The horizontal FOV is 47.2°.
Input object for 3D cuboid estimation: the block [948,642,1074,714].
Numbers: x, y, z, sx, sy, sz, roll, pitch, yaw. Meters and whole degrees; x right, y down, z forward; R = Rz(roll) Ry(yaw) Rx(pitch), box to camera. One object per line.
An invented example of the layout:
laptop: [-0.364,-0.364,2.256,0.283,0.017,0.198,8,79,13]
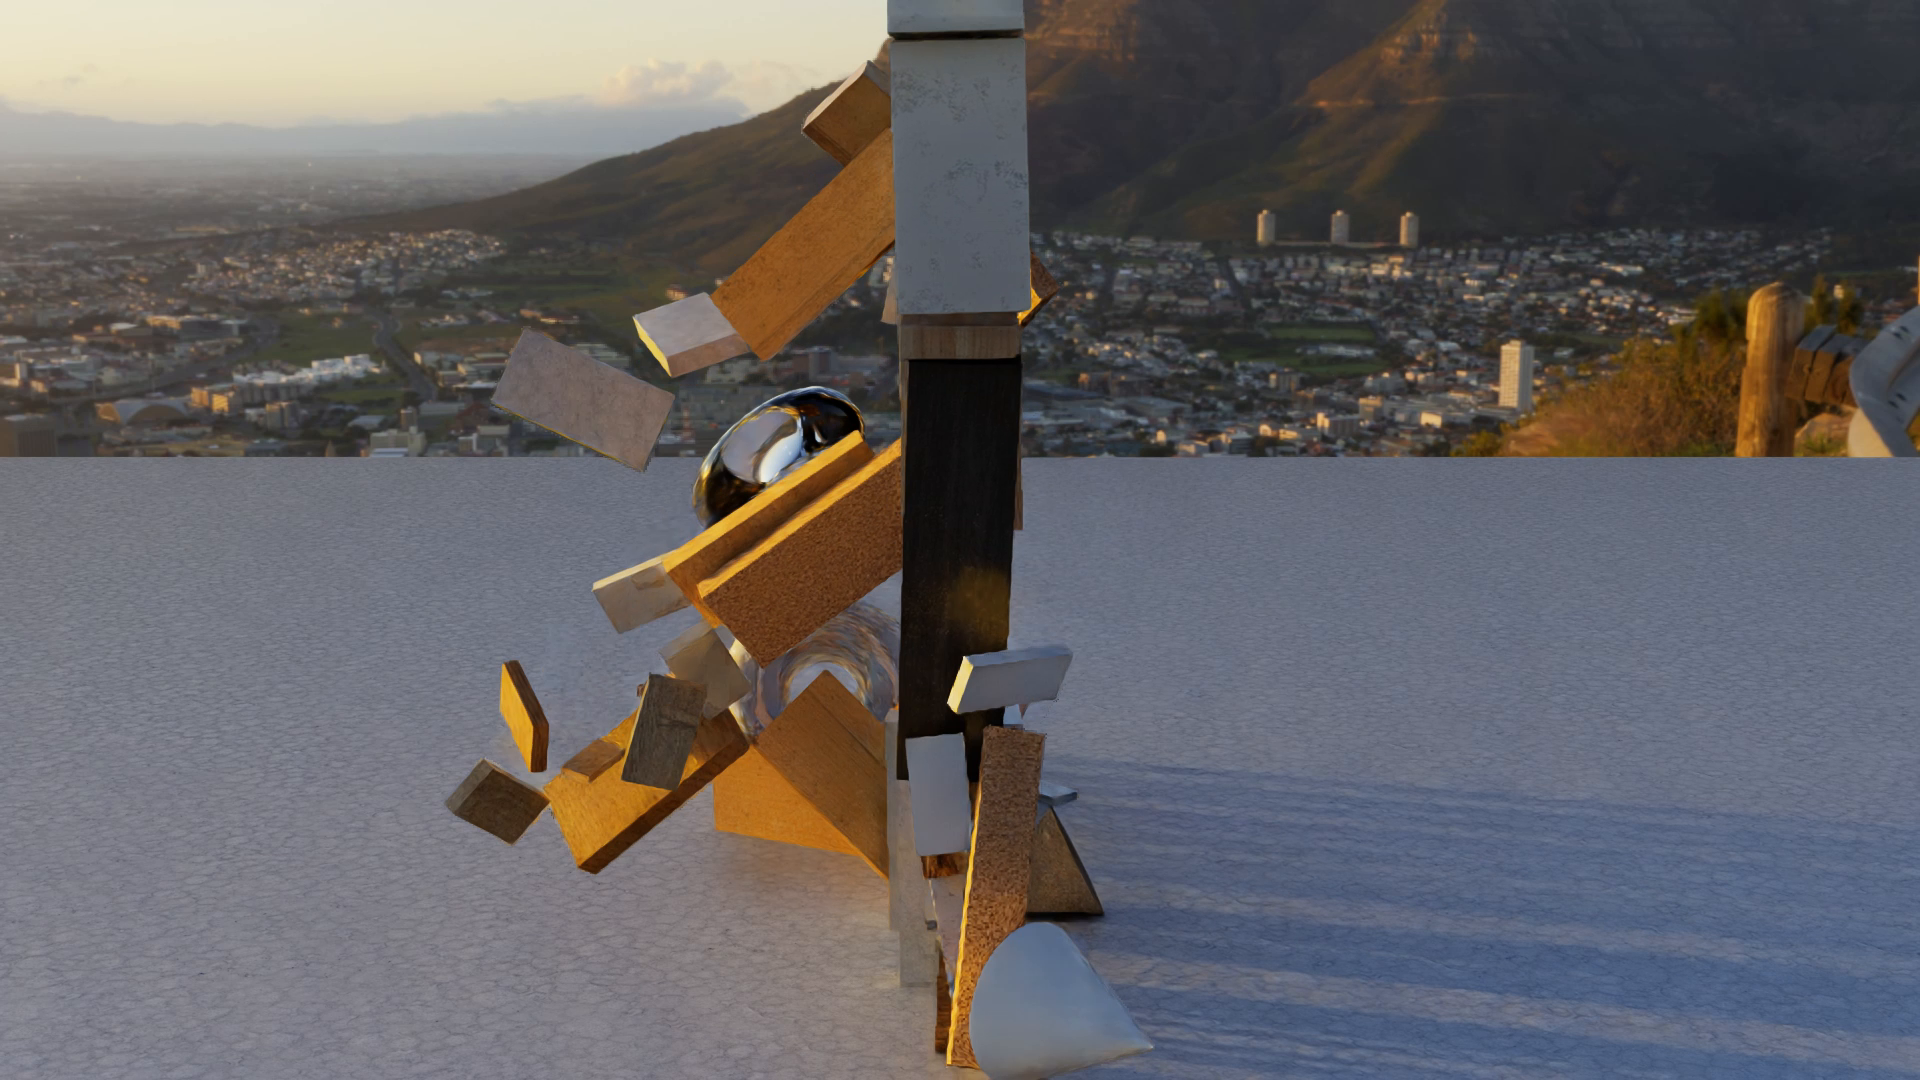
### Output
block: [0.068,0.185,2.957,0.165,0.082,0.023,-6,41,-33]

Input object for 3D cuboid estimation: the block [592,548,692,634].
block: [-0.517,0.083,3.728,0.189,0.095,0.027,-22,26,11]

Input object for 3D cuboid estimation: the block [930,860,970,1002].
block: [0.009,0.585,3.063,0.061,0.285,0.017,-9,-31,-4]

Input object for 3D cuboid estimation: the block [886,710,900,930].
block: [-0.022,0.445,3.461,0.179,0.357,0.051,1,18,5]

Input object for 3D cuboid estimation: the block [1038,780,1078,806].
block: [0.158,0.481,4.205,0.063,0.018,0.125,-9,14,-41]

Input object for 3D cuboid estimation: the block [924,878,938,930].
block: [-0.019,0.506,3.157,0.061,0.017,0.122,-3,38,-1]

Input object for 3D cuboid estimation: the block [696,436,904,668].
block: [-0.204,0.022,3.491,0.400,0.168,0.048,-36,31,3]

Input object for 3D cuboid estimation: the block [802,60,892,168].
block: [-0.096,-0.687,3.946,0.171,0.341,0.048,-36,26,35]

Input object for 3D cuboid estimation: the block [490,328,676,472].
block: [-0.641,-0.239,3.754,0.279,0.140,0.040,24,-6,-6]

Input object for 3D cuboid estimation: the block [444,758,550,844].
block: [-0.753,0.428,3.584,0.027,0.095,0.189,38,-6,29]

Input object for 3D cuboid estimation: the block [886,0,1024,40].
block: [-0.003,-0.685,2.885,0.170,0.048,0.340,-1,11,1]

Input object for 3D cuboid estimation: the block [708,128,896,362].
block: [-0.217,-0.482,3.609,0.415,0.141,0.040,-41,-4,17]

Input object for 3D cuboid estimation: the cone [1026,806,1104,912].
cone: [0.105,0.563,3.579,0.192,0.192,0.192,-27,11,2]

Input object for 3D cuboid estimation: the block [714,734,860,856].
block: [-0.284,0.453,3.925,0.348,0.174,0.049,6,15,29]

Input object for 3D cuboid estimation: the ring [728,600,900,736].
ring: [-0.251,0.289,4.095,0.395,0.395,0.132,-1,-20,-8]

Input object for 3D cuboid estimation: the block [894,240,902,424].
block: [-0.009,-0.309,3.327,0.168,0.337,0.048,-1,47,0]

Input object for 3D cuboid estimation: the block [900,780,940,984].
block: [-0.001,0.478,3.283,0.179,0.357,0.051,0,5,-1]

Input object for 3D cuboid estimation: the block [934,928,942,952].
block: [0.001,0.543,3.157,0.071,0.020,0.142,-1,22,1]

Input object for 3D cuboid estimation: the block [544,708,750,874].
block: [-0.530,0.385,3.701,0.049,0.348,0.174,37,17,-54]

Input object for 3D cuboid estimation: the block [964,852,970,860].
block: [-0.007,0.427,3.219,0.080,0.160,0.023,-1,4,-1]

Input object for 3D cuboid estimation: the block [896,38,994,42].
block: [0.000,-0.513,3.024,0.170,0.340,0.048,-1,7,1]

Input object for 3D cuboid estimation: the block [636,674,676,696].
block: [-0.481,0.243,3.656,0.104,0.015,0.052,-21,-32,27]

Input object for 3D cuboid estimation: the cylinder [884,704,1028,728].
cylinder: [-0.006,0.319,3.977,0.213,0.213,0.213,6,47,27]

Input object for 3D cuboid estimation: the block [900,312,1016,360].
block: [0.001,-0.298,2.987,0.149,0.042,0.298,0,17,1]

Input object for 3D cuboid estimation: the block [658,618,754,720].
block: [-0.409,0.210,3.548,0.092,0.194,0.026,-34,53,-7]

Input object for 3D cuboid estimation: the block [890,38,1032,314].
block: [0.002,-0.461,2.802,0.170,0.340,0.048,-1,8,2]

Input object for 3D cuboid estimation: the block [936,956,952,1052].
block: [0.004,0.649,3.079,0.071,0.020,0.142,0,46,2]

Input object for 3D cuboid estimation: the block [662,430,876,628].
block: [-0.281,-0.016,3.529,0.376,0.139,0.040,-34,35,3]

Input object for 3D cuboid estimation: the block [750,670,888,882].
block: [-0.165,0.402,3.680,0.174,0.348,0.049,-45,-3,-13]

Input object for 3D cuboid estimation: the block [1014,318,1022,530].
block: [0.012,-0.162,3.128,0.149,0.298,0.042,-1,13,0]

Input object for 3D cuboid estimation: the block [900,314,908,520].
block: [-0.002,-0.200,3.226,0.168,0.337,0.048,0,9,-1]

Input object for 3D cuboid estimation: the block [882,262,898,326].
block: [-0.026,-0.465,3.424,0.141,0.282,0.040,11,8,-2]

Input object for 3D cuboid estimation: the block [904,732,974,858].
block: [-0.028,0.358,3.086,0.082,0.165,0.023,-6,-11,1]

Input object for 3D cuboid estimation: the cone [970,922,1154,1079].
cone: [0.167,0.628,2.847,0.220,0.220,0.220,9,14,44]

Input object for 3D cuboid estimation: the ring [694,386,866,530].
ring: [-0.319,-0.131,3.905,0.349,0.349,0.116,-13,57,-51]

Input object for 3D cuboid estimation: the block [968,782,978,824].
block: [-0.002,0.355,3.166,0.080,0.023,0.160,1,30,2]

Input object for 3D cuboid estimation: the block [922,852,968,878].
block: [-0.028,0.428,3.152,0.061,0.017,0.122,-8,43,-3]

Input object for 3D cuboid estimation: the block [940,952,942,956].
block: [0.007,0.623,3.138,0.071,0.142,0.020,-1,-24,0]

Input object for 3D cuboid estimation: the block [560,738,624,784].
block: [-0.584,0.352,3.499,0.052,0.015,0.104,16,26,20]

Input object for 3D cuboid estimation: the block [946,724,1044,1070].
block: [0.050,0.489,3.023,0.082,0.467,0.023,11,-19,-12]

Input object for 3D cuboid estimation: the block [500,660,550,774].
block: [-0.730,0.295,3.683,0.027,0.095,0.189,-6,34,-26]

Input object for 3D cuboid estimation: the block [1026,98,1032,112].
block: [0.010,-0.690,3.475,0.141,0.040,0.282,22,1,-13]

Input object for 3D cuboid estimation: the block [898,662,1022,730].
block: [-0.004,0.254,3.351,0.179,0.051,0.357,0,11,-2]

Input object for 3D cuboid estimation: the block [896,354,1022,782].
block: [-0.005,0.048,3.031,0.149,0.634,0.042,2,25,-2]

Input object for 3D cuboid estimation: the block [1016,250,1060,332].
block: [0.011,-0.501,3.648,0.048,0.341,0.171,-34,-5,-33]

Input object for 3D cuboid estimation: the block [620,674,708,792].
block: [-0.462,0.300,3.428,0.092,0.184,0.026,13,24,-14]

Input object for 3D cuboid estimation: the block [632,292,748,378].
block: [-0.478,-0.364,3.883,0.139,0.040,0.279,-21,26,-12]
